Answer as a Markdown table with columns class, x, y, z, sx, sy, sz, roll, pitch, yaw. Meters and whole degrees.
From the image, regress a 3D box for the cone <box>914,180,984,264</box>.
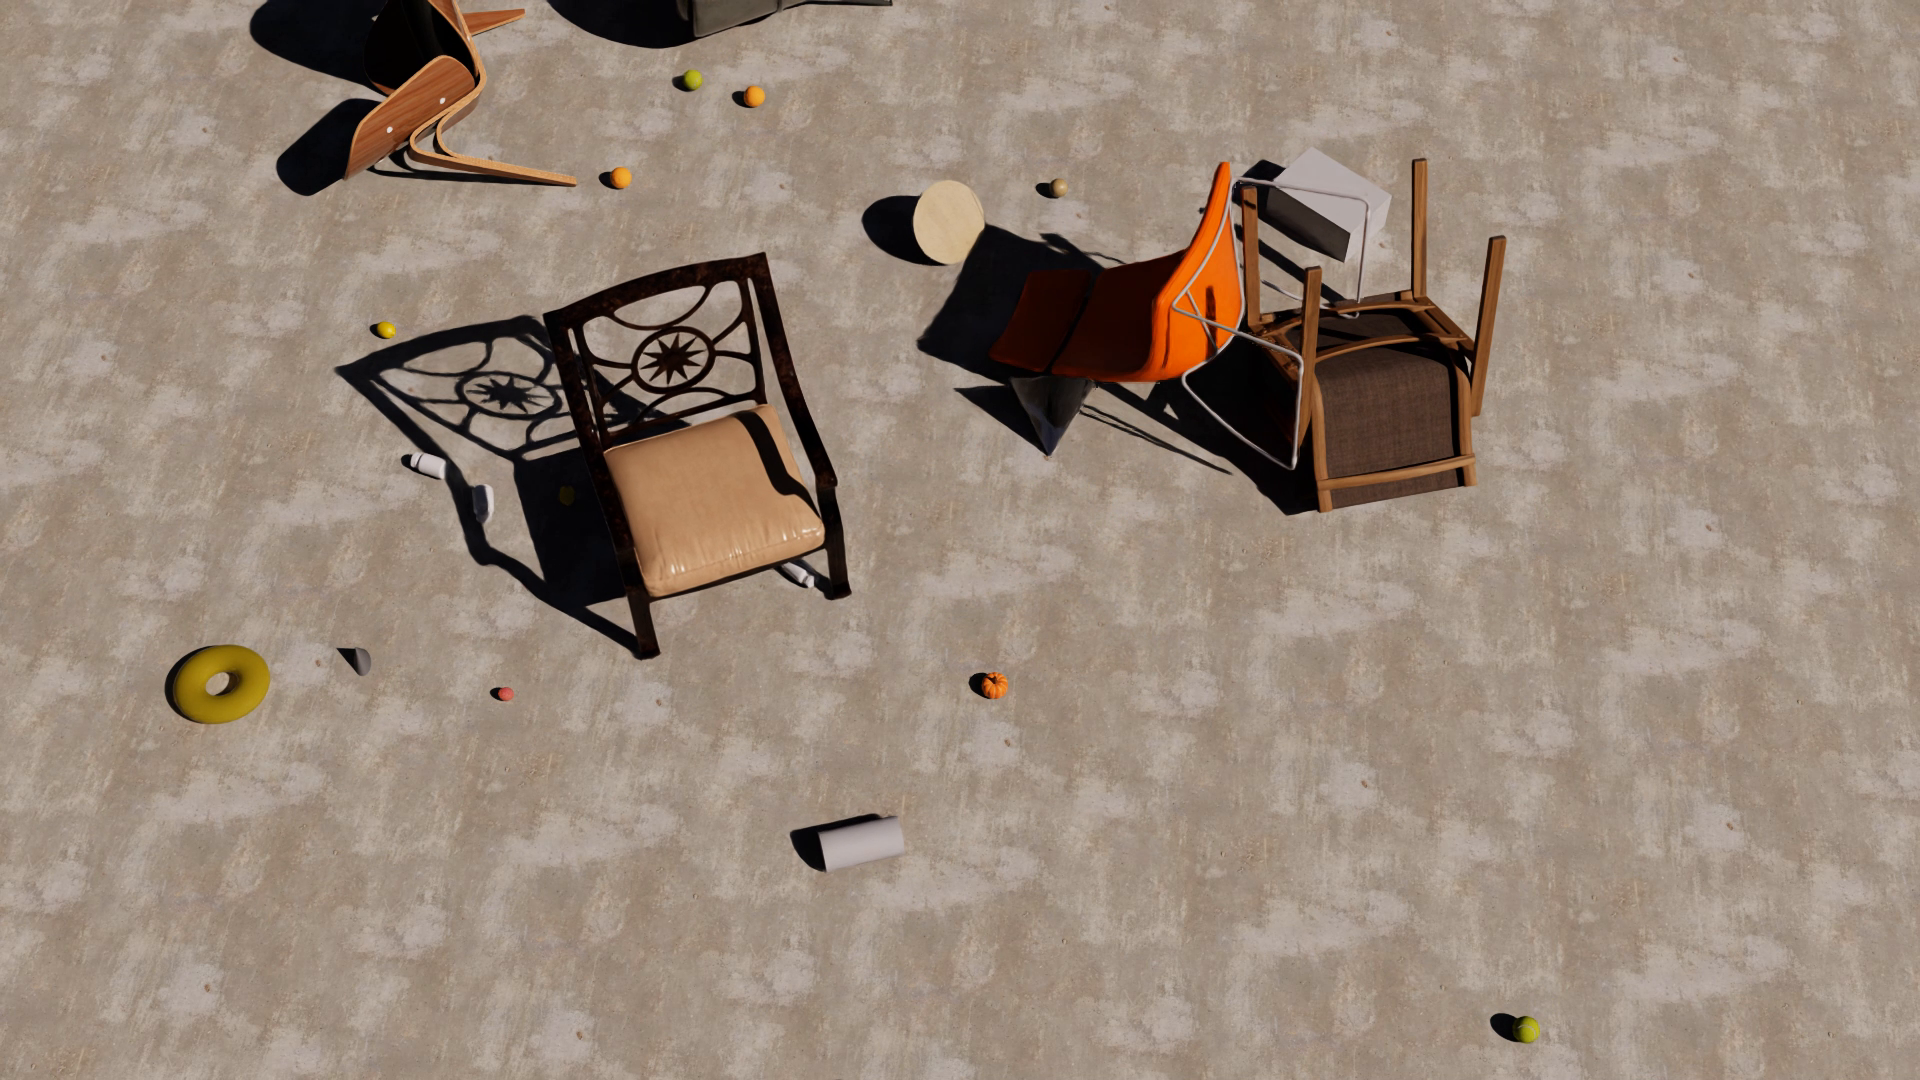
| class | x | y | z | sx | sy | sz | roll | pitch | yaw |
| --- | --- | --- | --- | --- | --- | --- | --- | --- | --- |
| cone | -0.079 | -1.035 | 7.209 | 0.289 | 0.263 | 0.150 | -36 | 21 | -29 |

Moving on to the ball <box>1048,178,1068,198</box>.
| class | x | y | z | sx | sy | sz | roll | pitch | yaw |
| --- | --- | --- | --- | --- | --- | --- | --- | --- | --- |
| ball | 0.328 | -1.172 | 7.322 | 0.064 | 0.064 | 0.064 | 0 | 56 | 0 |

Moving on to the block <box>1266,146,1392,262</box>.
| class | x | y | z | sx | sy | sz | roll | pitch | yaw |
| --- | --- | --- | --- | --- | --- | --- | --- | --- | --- |
| block | 1.209 | -1.103 | 7.228 | 0.326 | 0.144 | 0.223 | 37 | 64 | 22 |

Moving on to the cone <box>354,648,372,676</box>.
| class | x | y | z | sx | sy | sz | roll | pitch | yaw |
| --- | --- | --- | --- | --- | --- | --- | --- | --- | --- |
| cone | -1.723 | 0.328 | 6.301 | 0.052 | 0.087 | 0.094 | -12 | 57 | -8 |

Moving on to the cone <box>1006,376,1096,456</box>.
| class | x | y | z | sx | sy | sz | roll | pitch | yaw |
| --- | --- | --- | --- | --- | --- | --- | --- | --- | --- |
| cone | 0.277 | -0.370 | 6.746 | 0.267 | 0.312 | 0.234 | 2 | 89 | -32 |

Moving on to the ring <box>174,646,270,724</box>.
| class | x | y | z | sx | sy | sz | roll | pitch | yaw |
| --- | --- | --- | --- | --- | --- | --- | --- | --- | --- |
| ring | -2.102 | 0.410 | 6.262 | 0.272 | 0.063 | 0.257 | -4 | 55 | -3 |

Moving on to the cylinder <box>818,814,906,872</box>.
| class | x | y | z | sx | sy | sz | roll | pitch | yaw |
| --- | --- | --- | --- | --- | --- | --- | --- | --- | --- |
| cylinder | -0.267 | 0.823 | 5.967 | 0.219 | 0.085 | 0.109 | -12 | 85 | -8 |
